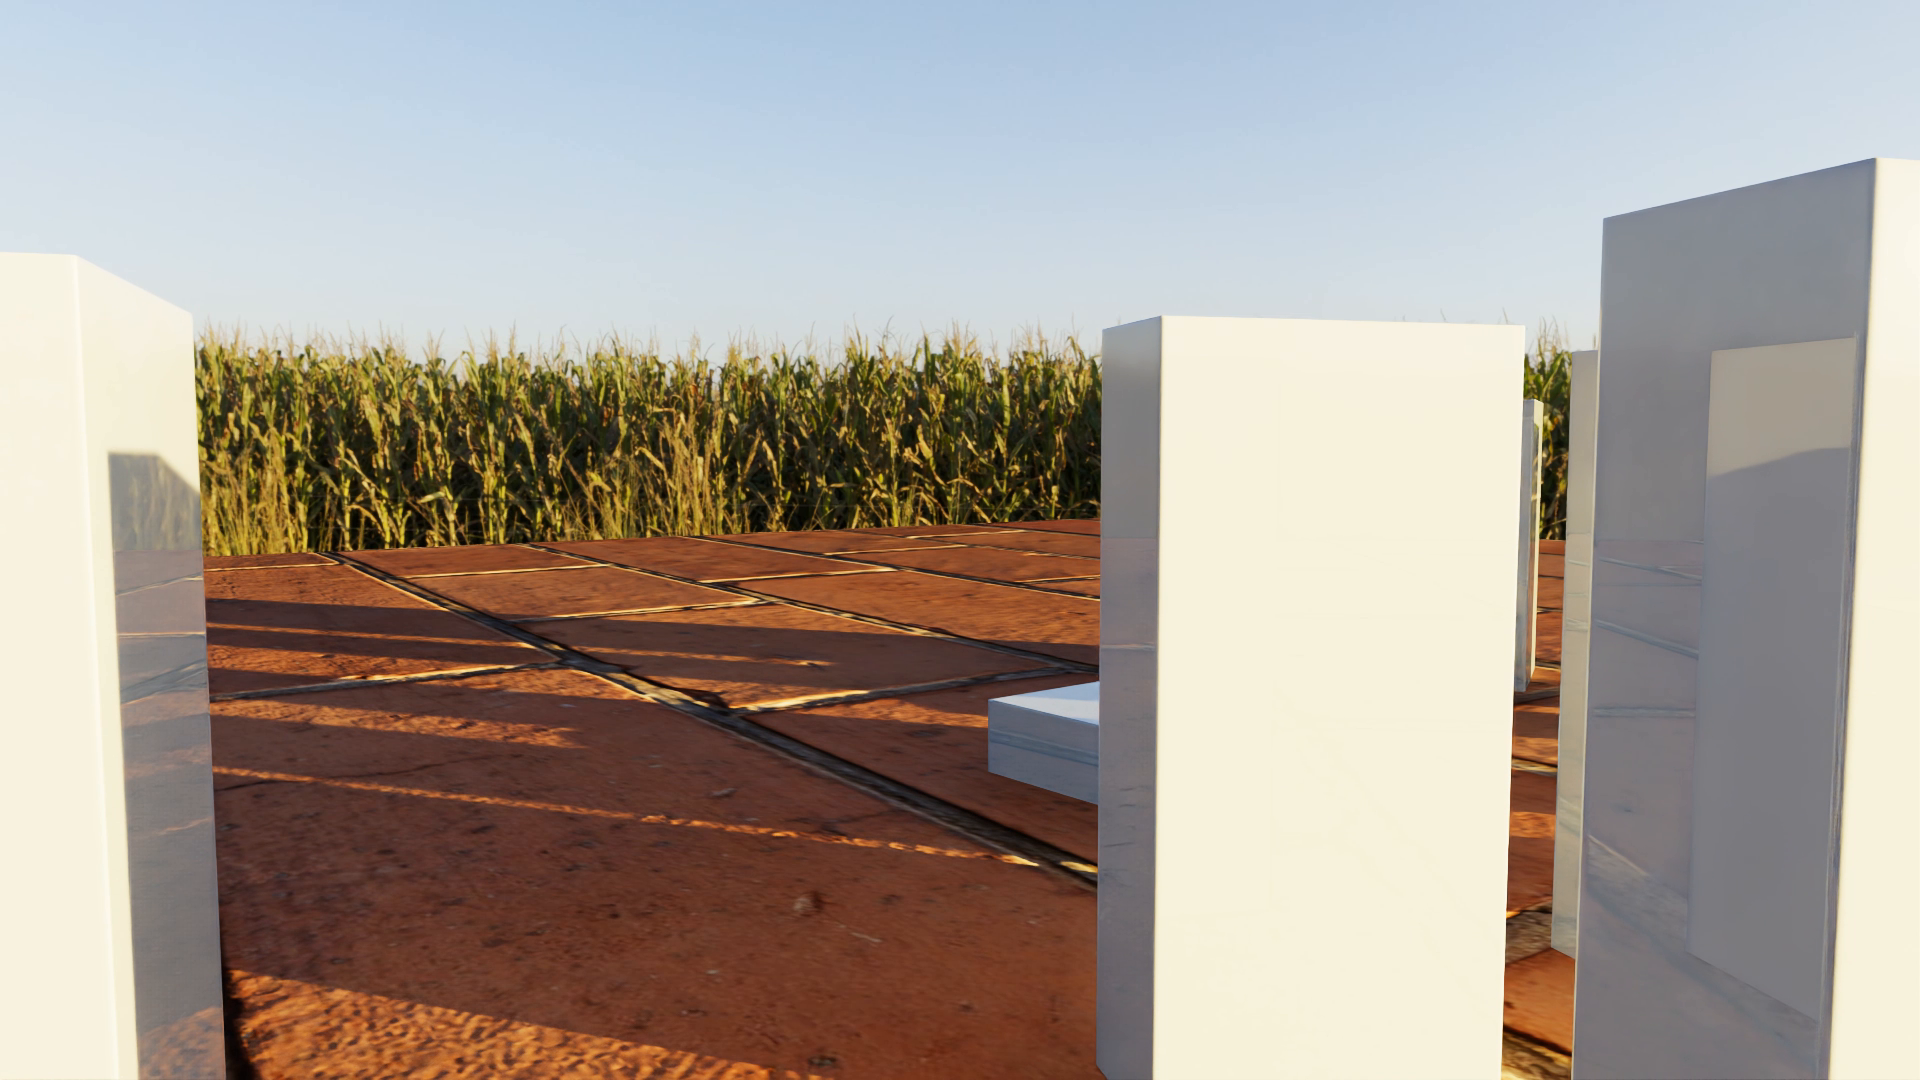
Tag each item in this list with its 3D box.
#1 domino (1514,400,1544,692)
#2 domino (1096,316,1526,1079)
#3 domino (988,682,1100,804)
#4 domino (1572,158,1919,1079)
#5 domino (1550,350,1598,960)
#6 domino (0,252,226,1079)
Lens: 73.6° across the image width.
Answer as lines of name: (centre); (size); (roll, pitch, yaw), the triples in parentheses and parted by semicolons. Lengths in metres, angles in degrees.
domino: (0.098, 0.000, 0.231); (0.009, 0.050, 0.025); (2, 5, 27)
domino: (0.023, 0.011, 0.085); (0.025, 0.050, 0.009); (-1, 4, -15)
domino: (0.029, 0.026, 0.155); (0.025, 0.009, 0.050); (-3, 6, -39)
domino: (0.035, 0.014, 0.043); (0.025, 0.050, 0.009); (-1, 4, -16)
domino: (0.058, 0.010, 0.096); (0.010, 0.050, 0.025); (-1, 4, -18)
domino: (-0.044, 0.013, 0.063); (0.010, 0.050, 0.025); (-2, 5, -22)
